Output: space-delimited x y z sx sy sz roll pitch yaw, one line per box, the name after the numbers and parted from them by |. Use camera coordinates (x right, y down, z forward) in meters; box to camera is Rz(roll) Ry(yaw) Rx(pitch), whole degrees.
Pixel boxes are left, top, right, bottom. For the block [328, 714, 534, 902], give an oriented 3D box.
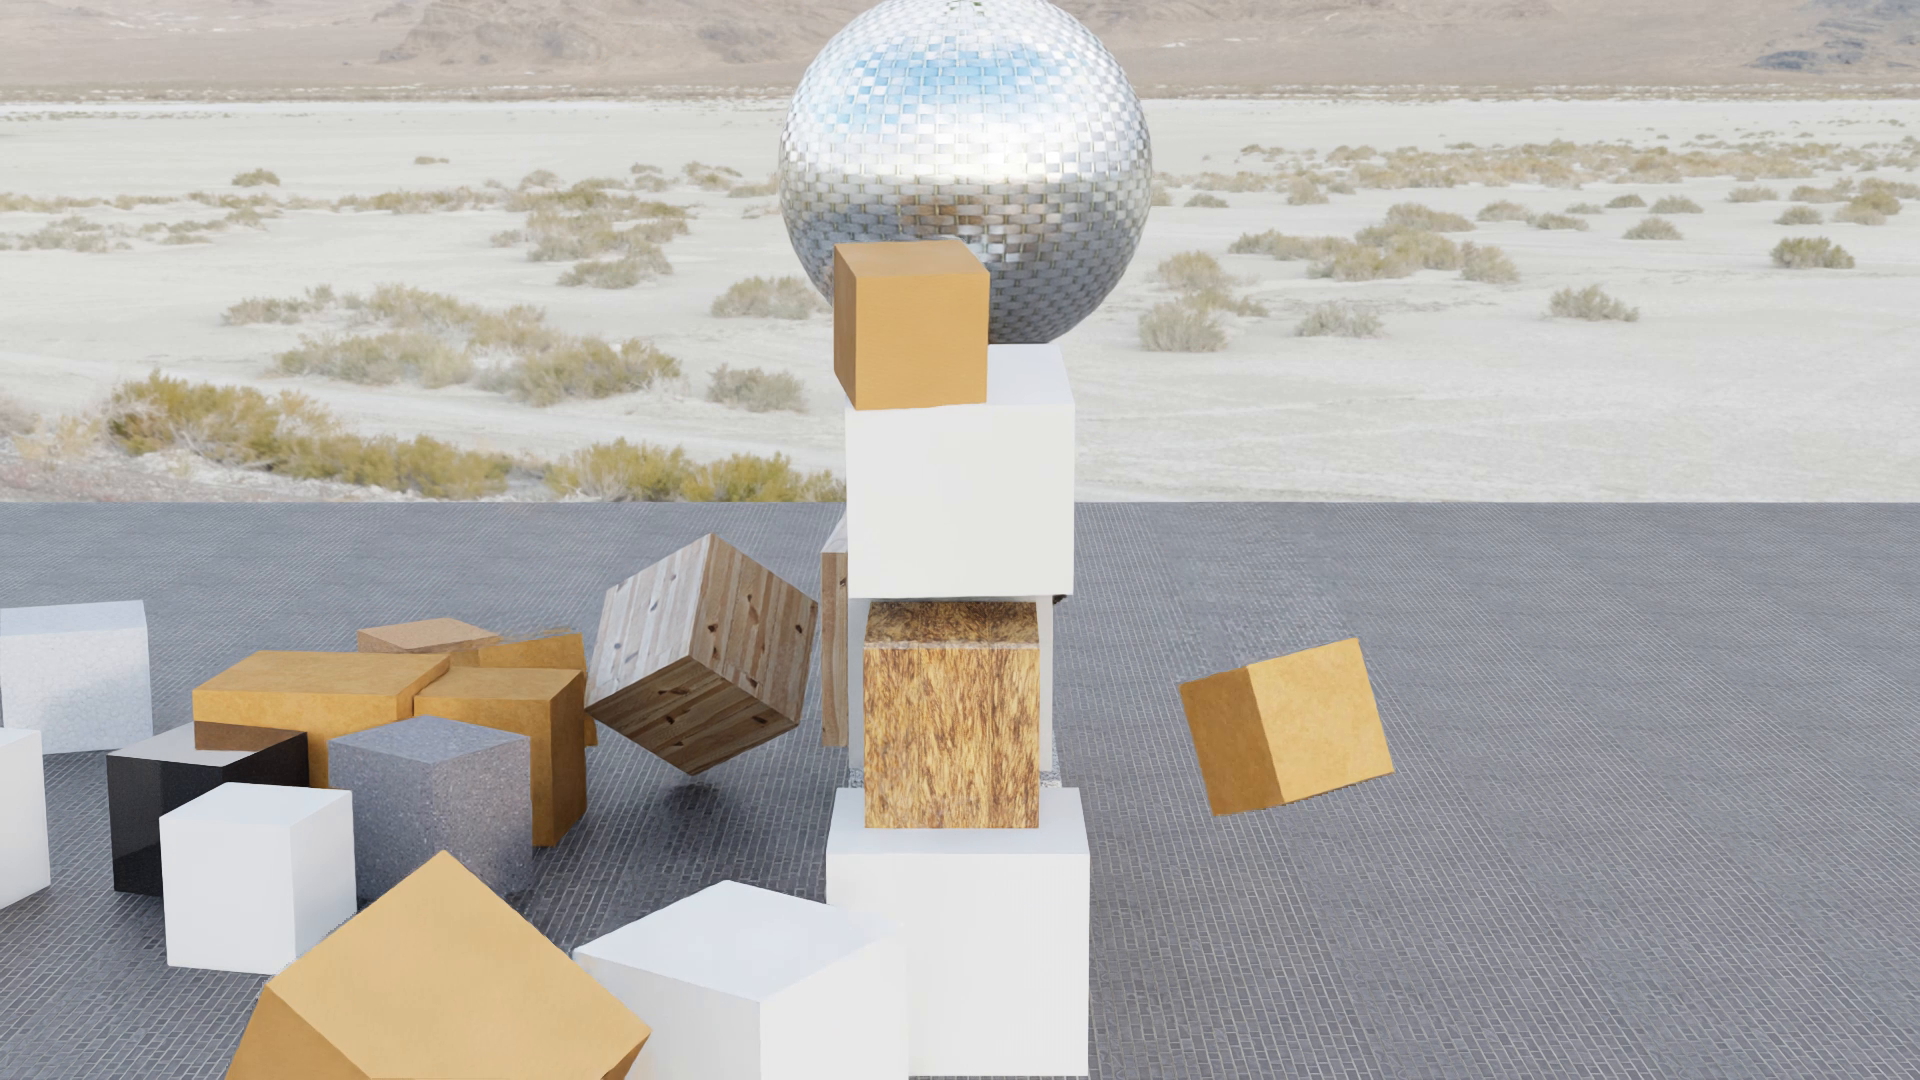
-2.295 1.189 11.138 0.654 0.676 0.562 7 13 36 | block

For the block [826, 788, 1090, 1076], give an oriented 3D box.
-0.008 1.423 9.452 0.923 0.817 0.851 0 10 0 | block

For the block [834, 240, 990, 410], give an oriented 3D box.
-0.185 -0.793 9.390 0.480 0.491 0.509 -3 21 -11 | block

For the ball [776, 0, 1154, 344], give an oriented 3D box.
0.023 -1.553 10.898 1.600 1.600 1.600 0 10 0 | ball

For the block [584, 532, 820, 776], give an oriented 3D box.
-1.285 0.579 12.770 0.798 0.737 0.737 -27 -49 36 | block

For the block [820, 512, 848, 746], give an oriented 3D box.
-0.146 0.375 11.158 0.808 0.832 0.953 1 11 4 | block

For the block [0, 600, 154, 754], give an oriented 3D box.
-4.736 0.731 13.749 0.736 0.643 0.743 -4 11 -19 | block

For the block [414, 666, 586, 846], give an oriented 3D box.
-2.153 1.010 12.073 0.637 0.693 0.615 1 10 6 | block

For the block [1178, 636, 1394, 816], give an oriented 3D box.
1.222 0.706 9.666 0.498 0.516 0.517 -13 -5 -26 | block

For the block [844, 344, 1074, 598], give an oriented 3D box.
-0.012 -0.277 9.780 0.830 0.733 0.861 -1 19 -2 | block

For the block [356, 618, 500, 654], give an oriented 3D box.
-2.852 0.768 13.803 0.543 0.551 0.599 -8 13 -37 | block

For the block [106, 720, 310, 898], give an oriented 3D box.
-3.296 1.191 11.304 0.590 0.613 0.631 4 11 19 | block

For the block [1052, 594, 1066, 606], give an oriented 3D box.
0.108 0.074 14.719 0.582 0.735 0.708 -32 -26 3 | block

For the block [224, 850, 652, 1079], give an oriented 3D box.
-1.545 1.571 7.435 0.824 0.752 0.754 39 38 10 | block

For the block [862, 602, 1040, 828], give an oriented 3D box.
-0.028 0.638 9.517 0.629 0.672 0.674 0 13 0 | block

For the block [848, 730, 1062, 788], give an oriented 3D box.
-0.020 1.267 10.243 0.812 0.843 0.759 0 10 0 | block

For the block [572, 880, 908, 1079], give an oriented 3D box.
-0.696 1.641 8.289 0.755 0.762 0.761 8 15 33 | block

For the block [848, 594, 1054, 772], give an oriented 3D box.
-0.023 0.428 10.255 0.787 0.802 0.774 0 10 2 | block

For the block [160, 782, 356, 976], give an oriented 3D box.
-2.824 1.362 10.363 0.563 0.613 0.528 2 11 13 | block

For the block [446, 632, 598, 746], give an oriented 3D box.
-2.289 0.819 13.108 0.589 0.579 0.571 -8 -1 -39 | block

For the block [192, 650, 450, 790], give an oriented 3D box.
-2.965 0.986 12.037 0.947 0.753 0.818 1 10 6 | block

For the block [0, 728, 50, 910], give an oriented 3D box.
-4.406 1.213 10.949 0.676 0.696 0.697 3 11 15 | block
